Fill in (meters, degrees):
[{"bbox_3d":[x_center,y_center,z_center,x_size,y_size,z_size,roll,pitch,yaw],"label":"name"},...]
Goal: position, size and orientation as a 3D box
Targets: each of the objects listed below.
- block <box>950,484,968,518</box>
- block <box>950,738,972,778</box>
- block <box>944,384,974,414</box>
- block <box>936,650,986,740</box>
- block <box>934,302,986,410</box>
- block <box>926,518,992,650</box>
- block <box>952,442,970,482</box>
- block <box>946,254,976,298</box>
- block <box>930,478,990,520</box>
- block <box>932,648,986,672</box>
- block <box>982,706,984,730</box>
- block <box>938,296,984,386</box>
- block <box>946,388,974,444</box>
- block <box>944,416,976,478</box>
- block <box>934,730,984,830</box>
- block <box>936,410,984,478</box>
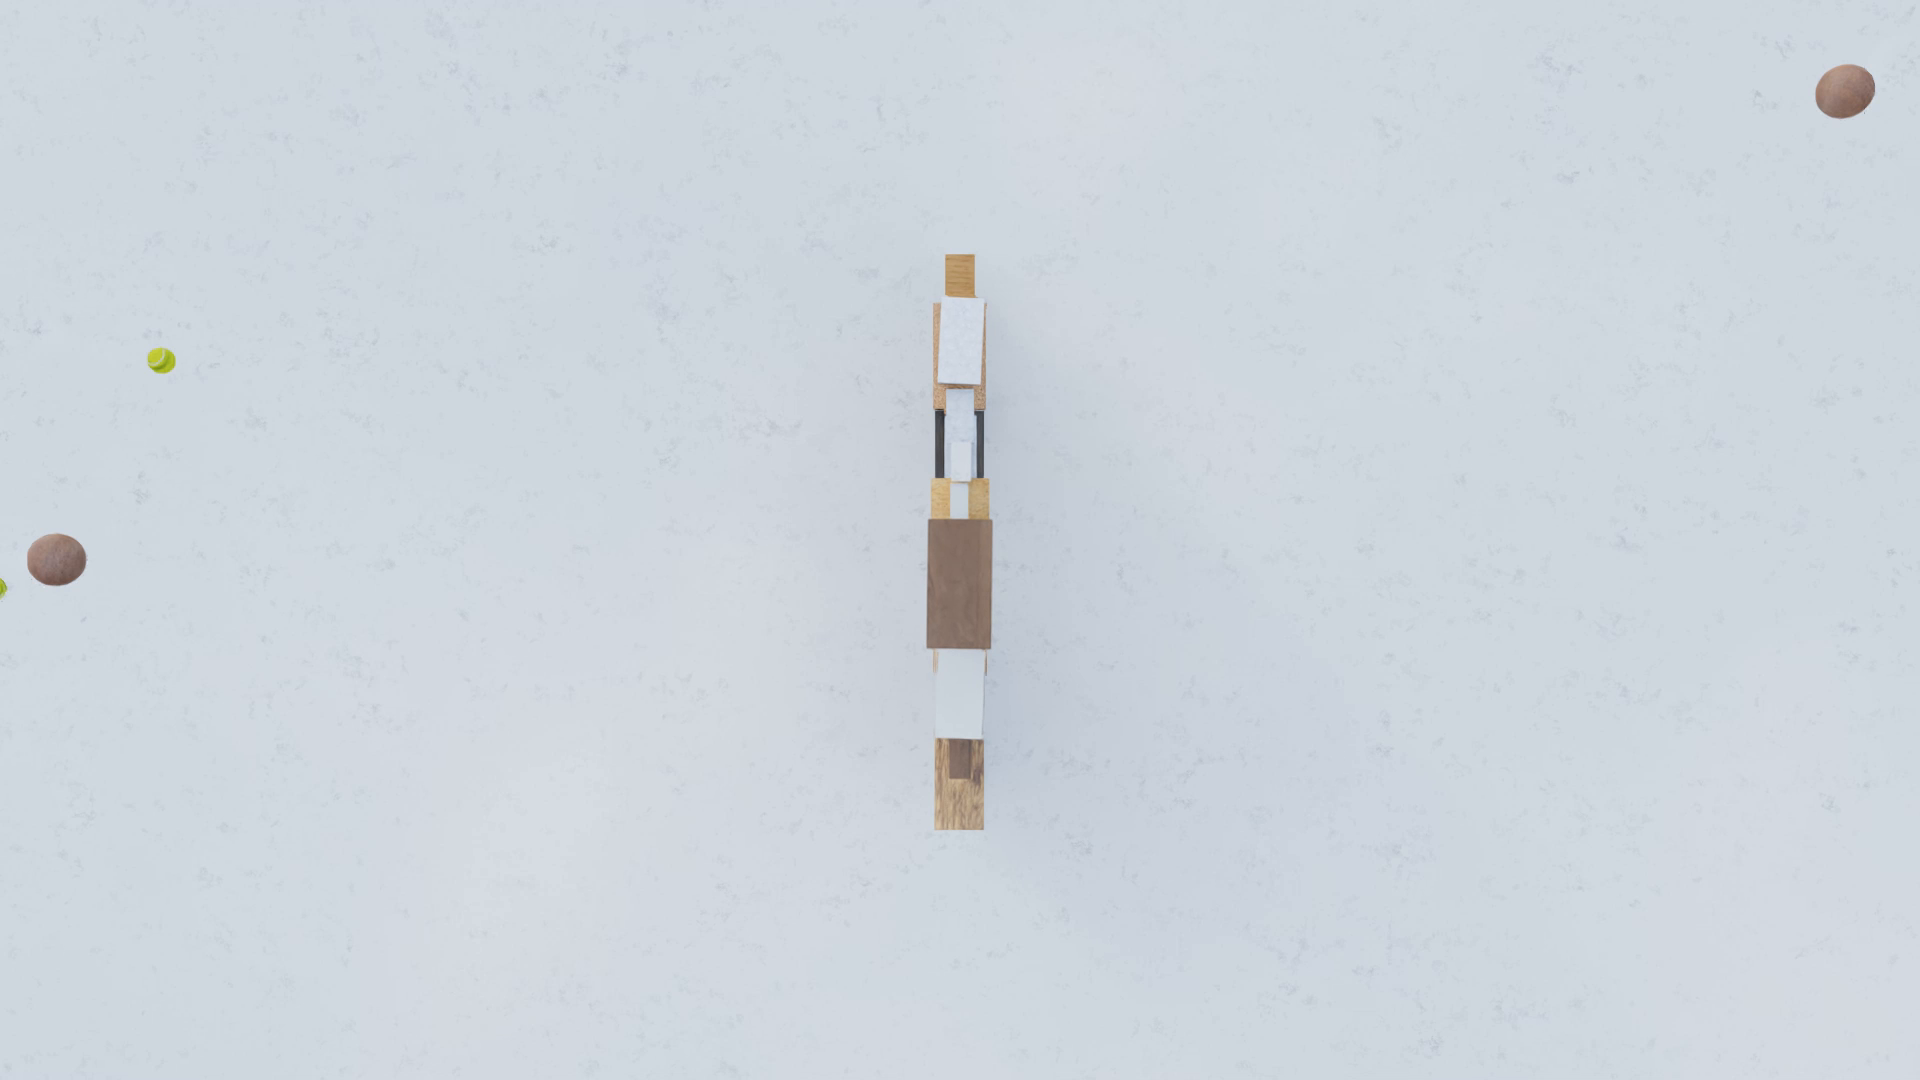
[{"bbox_3d":[-0.002,-0.109,4.630,0.049,0.014,0.098,0,90,0],"label":"block"},{"bbox_3d":[0.001,0.620,4.716,0.062,0.017,0.123,0,90,0],"label":"block"},{"bbox_3d":[-0.003,-0.467,4.931,0.090,0.026,0.181,0,90,0],"label":"block"},{"bbox_3d":[0.000,0.423,4.613,0.130,0.037,0.259,2,90,-1],"label":"block"},{"bbox_3d":[-0.001,-0.573,5.148,0.164,0.047,0.329,0,90,0],"label":"block"},{"bbox_3d":[-0.001,0.116,4.368,0.171,0.049,0.343,1,90,0],"label":"block"},{"bbox_3d":[0.003,-0.219,4.619,0.054,0.015,0.109,0,90,0],"label":"block"},{"bbox_3d":[0.000,-0.764,4.934,0.089,0.025,0.178,0,90,0],"label":"block"},{"bbox_3d":[0.001,-0.009,4.759,0.168,0.048,0.336,0,90,0],"label":"block"},{"bbox_3d":[0.000,0.245,5.142,0.167,0.047,0.334,0,90,0],"label":"block"},{"bbox_3d":[0.004,0.557,5.200,0.140,0.040,0.280,0,90,0],"label":"block"},{"bbox_3d":[0.003,-0.561,4.660,0.121,0.034,0.241,3,90,0],"label":"block"},{"bbox_3d":[0.001,-0.355,4.750,0.079,0.022,0.158,0,90,0],"label":"block"},{"bbox_3d":[0.002,-0.277,4.947,0.095,0.027,0.190,0,90,0],"label":"block"},{"bbox_3d":[-0.002,0.708,4.869,0.145,0.041,0.291,0,90,0],"label":"block"},{"bbox_3d":[-0.001,-0.250,5.172,0.153,0.043,0.306,0,90,0],"label":"block"}]
